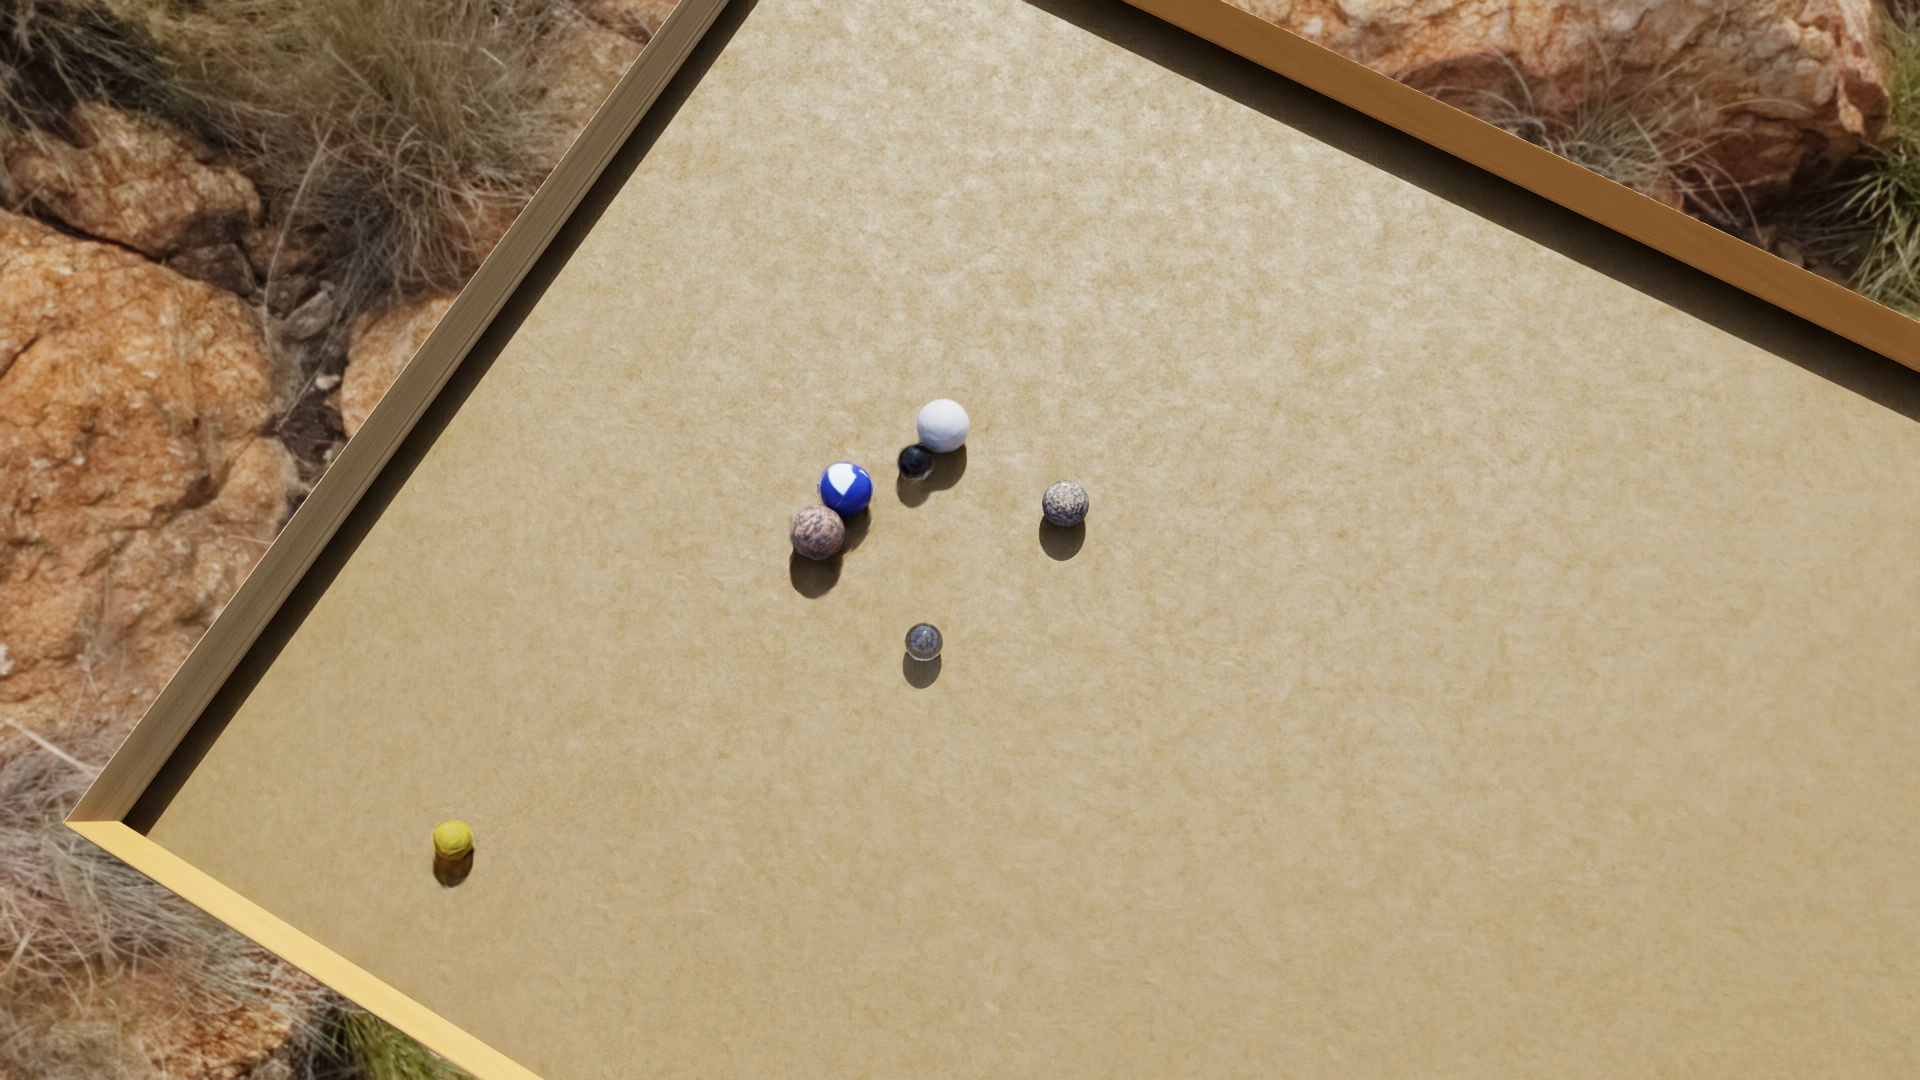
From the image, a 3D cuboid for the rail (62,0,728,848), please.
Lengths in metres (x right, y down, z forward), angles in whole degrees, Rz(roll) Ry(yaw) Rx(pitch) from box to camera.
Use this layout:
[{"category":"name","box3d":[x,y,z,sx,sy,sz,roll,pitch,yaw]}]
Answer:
[{"category":"rail","box3d":[-0.768,-0.413,3.654,0.045,0.114,2.157,28,70,11]}]

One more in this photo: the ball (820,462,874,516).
[{"category":"ball","box3d":[-0.182,-0.082,3.531,0.086,0.086,0.086,0,67,0]}]

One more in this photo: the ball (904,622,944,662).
[{"category":"ball","box3d":[-0.056,0.159,3.444,0.061,0.061,0.061,0,67,0]}]

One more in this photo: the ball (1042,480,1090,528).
[{"category":"ball","box3d":[0.169,-0.058,3.527,0.076,0.076,0.076,0,67,0]}]

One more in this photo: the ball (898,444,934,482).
[{"category":"ball","box3d":[-0.072,-0.125,3.563,0.060,0.060,0.060,0,67,0]}]

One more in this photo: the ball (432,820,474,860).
[{"category":"ball","box3d":[-0.766,0.453,3.321,0.060,0.060,0.060,0,67,0]}]

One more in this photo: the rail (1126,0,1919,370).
[{"category":"rail","box3d":[1.313,-0.436,3.663,3.636,0.114,0.045,28,70,11]}]

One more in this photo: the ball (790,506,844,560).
[{"category":"ball","box3d":[-0.227,-0.012,3.501,0.086,0.086,0.086,0,67,0]}]

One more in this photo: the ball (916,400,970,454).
[{"category":"ball","box3d":[-0.027,-0.185,3.573,0.088,0.088,0.088,0,67,0]}]

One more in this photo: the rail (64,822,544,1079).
[{"category":"rail","box3d":[0.265,1.254,2.956,3.636,0.114,0.045,28,70,11]}]
